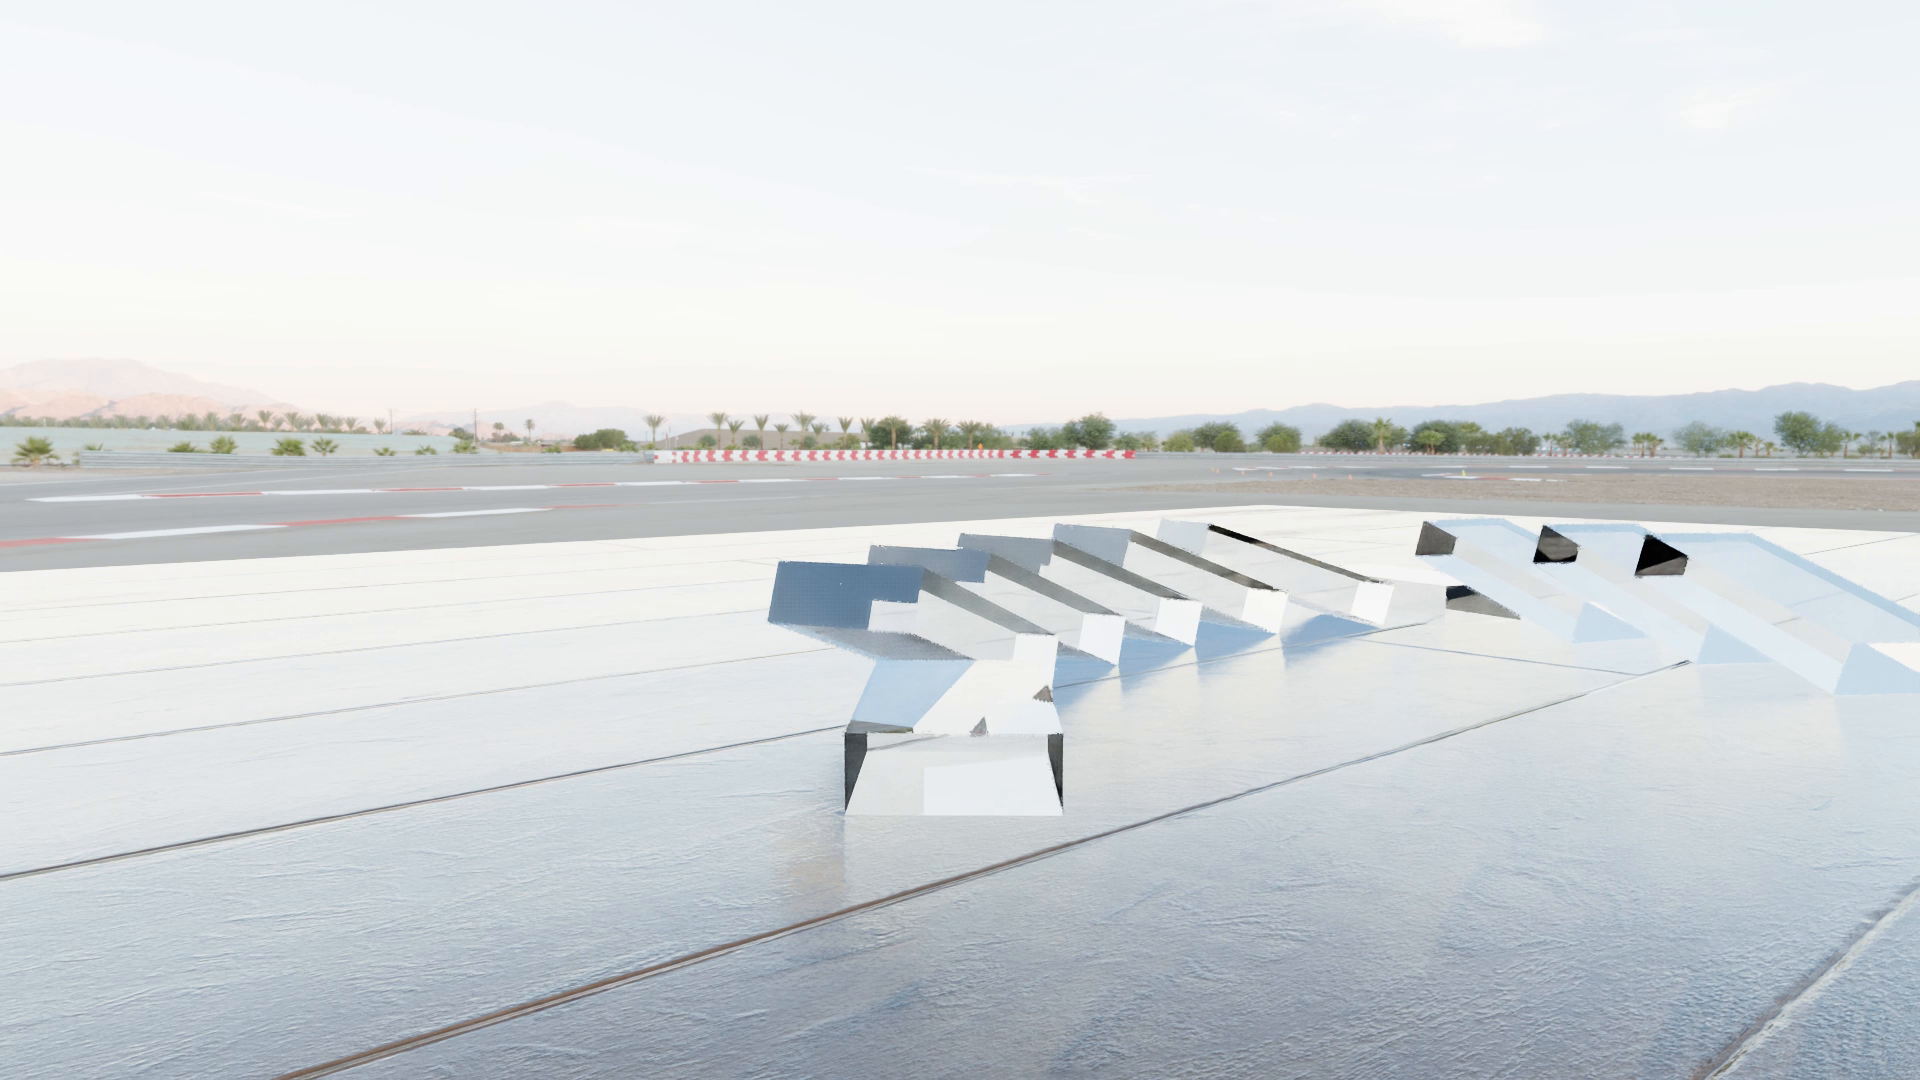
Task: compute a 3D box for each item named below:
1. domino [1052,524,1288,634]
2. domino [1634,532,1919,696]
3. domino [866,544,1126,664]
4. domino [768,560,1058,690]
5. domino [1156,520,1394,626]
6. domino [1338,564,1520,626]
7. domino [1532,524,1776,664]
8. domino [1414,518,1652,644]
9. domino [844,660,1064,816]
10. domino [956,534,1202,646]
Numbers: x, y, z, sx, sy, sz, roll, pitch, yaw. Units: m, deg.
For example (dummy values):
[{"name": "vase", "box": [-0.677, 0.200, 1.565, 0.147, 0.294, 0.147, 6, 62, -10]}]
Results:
[{"name": "domino", "box": [0.046, 0.009, 0.285, 0.050, 0.010, 0.025, 20, -8, -34]}, {"name": "domino", "box": [0.154, 0.012, 0.239, 0.025, 0.009, 0.050, 0, 22, -12]}, {"name": "domino", "box": [0.007, 0.012, 0.235, 0.025, 0.009, 0.050, 3, -13, 35]}, {"name": "domino", "box": [-0.006, 0.014, 0.207, 0.025, 0.010, 0.050, 2, -14, 28]}, {"name": "domino", "box": [0.073, 0.007, 0.303, 0.050, 0.009, 0.025, 18, -2, -17]}, {"name": "domino", "box": [0.113, 0.013, 0.327, 0.025, 0.009, 0.050, -2, 5, -26]}, {"name": "domino", "box": [0.148, 0.010, 0.270, 0.025, 0.009, 0.050, 0, 22, -14]}, {"name": "domino", "box": [0.133, 0.008, 0.298, 0.025, 0.010, 0.050, -2, 22, -23]}, {"name": "domino", "box": [0.000, 0.025, 0.172, 0.025, 0.009, 0.050, 0, 4, 1]}, {"name": "domino", "box": [0.025, 0.010, 0.262, 0.025, 0.010, 0.050, 4, -13, 45]}]
